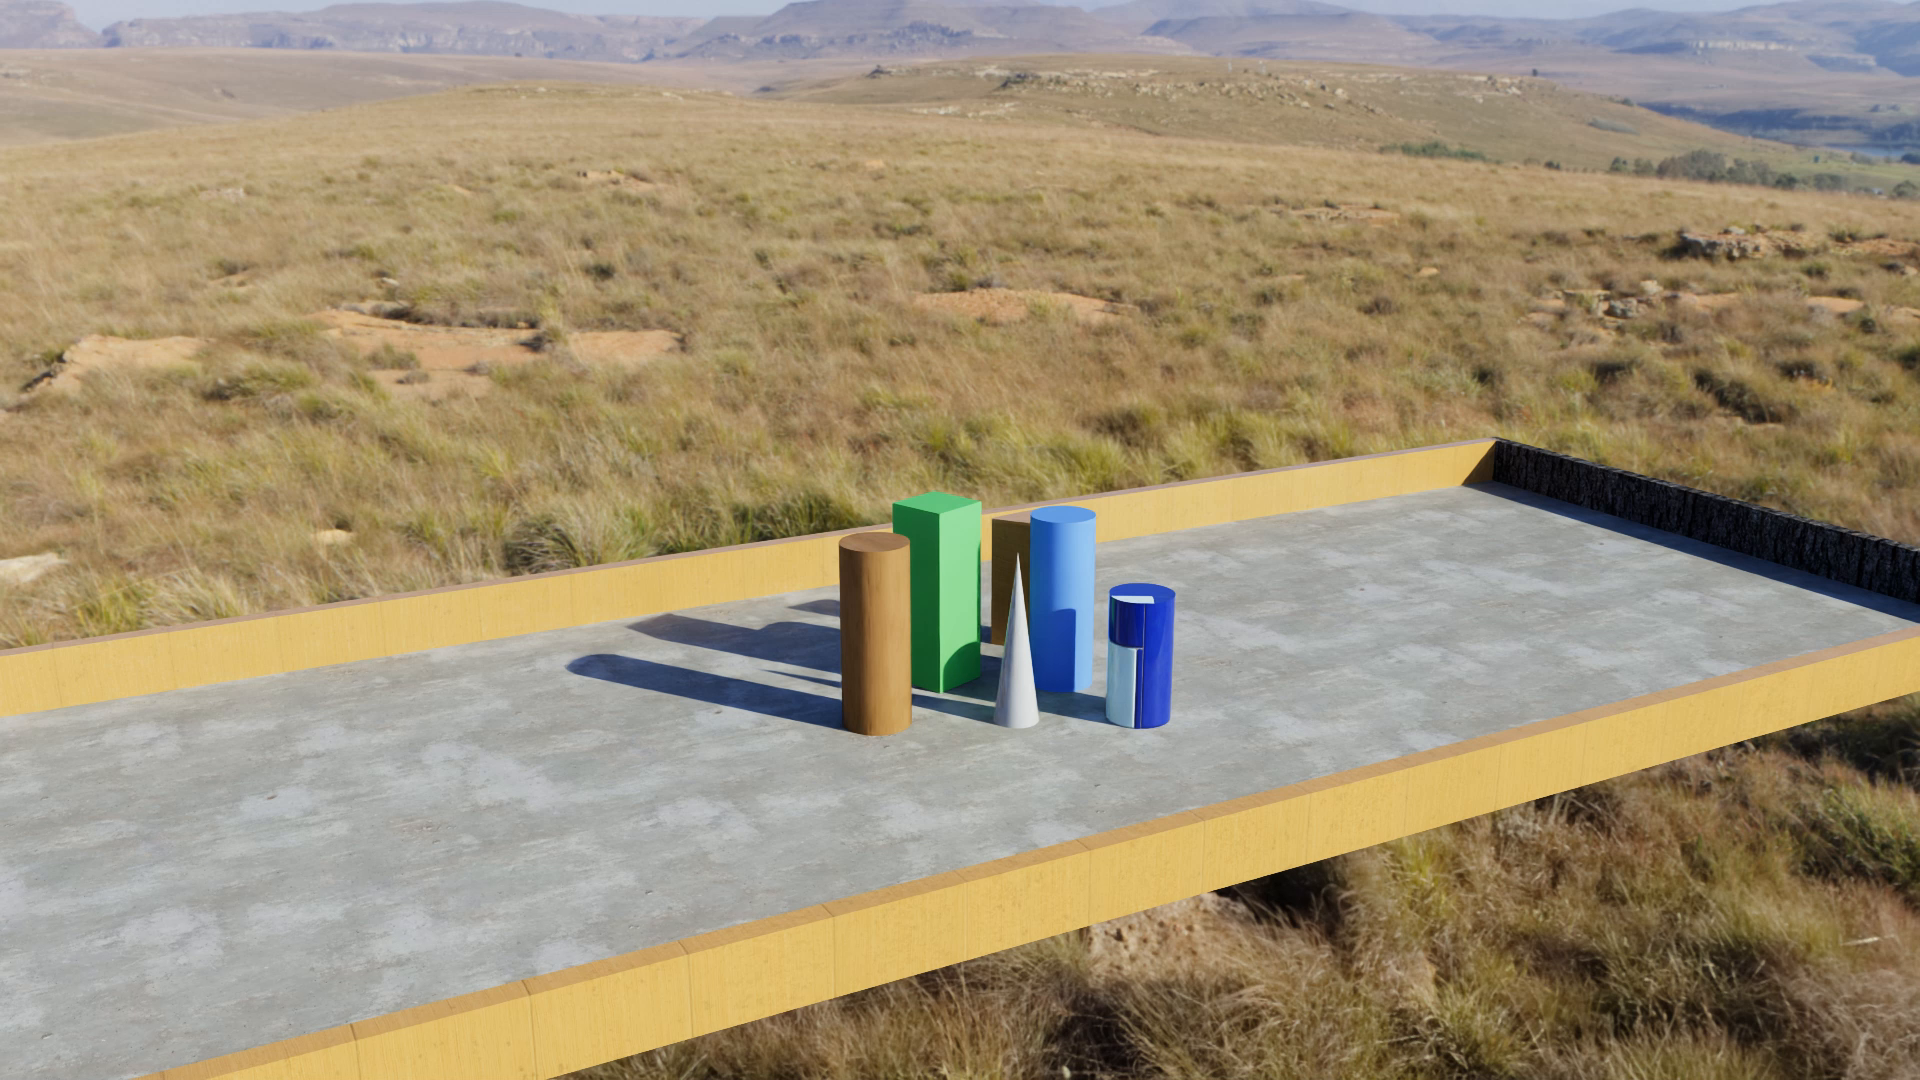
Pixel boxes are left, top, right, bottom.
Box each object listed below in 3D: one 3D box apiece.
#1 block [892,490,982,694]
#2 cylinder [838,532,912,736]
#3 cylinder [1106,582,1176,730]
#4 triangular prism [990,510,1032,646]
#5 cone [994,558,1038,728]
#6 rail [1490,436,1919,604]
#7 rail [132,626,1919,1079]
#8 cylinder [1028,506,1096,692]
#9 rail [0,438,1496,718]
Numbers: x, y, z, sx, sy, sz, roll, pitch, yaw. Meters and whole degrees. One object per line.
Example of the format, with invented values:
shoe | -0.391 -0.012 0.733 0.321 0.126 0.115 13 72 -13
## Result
block | -0.057 0.128 4.106 0.154 0.460 0.154 14 21 39
cylinder | -0.196 0.217 3.830 0.164 0.444 0.164 0 16 0
cylinder | 0.424 0.272 3.881 0.155 0.309 0.155 0 16 0
triangular prism | 0.168 0.102 4.389 0.136 0.348 0.117 7 18 23
cone | 0.133 0.226 3.849 0.108 0.415 0.108 0 16 0
rail | 2.466 -0.048 5.253 0.050 0.150 2.100 -9 18 -27
rail | -2.336 1.006 1.665 12.000 0.150 0.050 -9 18 -27
cylinder | 0.252 0.145 4.088 0.161 0.435 0.161 0 16 0
rail | -3.305 0.497 3.399 12.000 0.150 0.050 -9 18 -27
